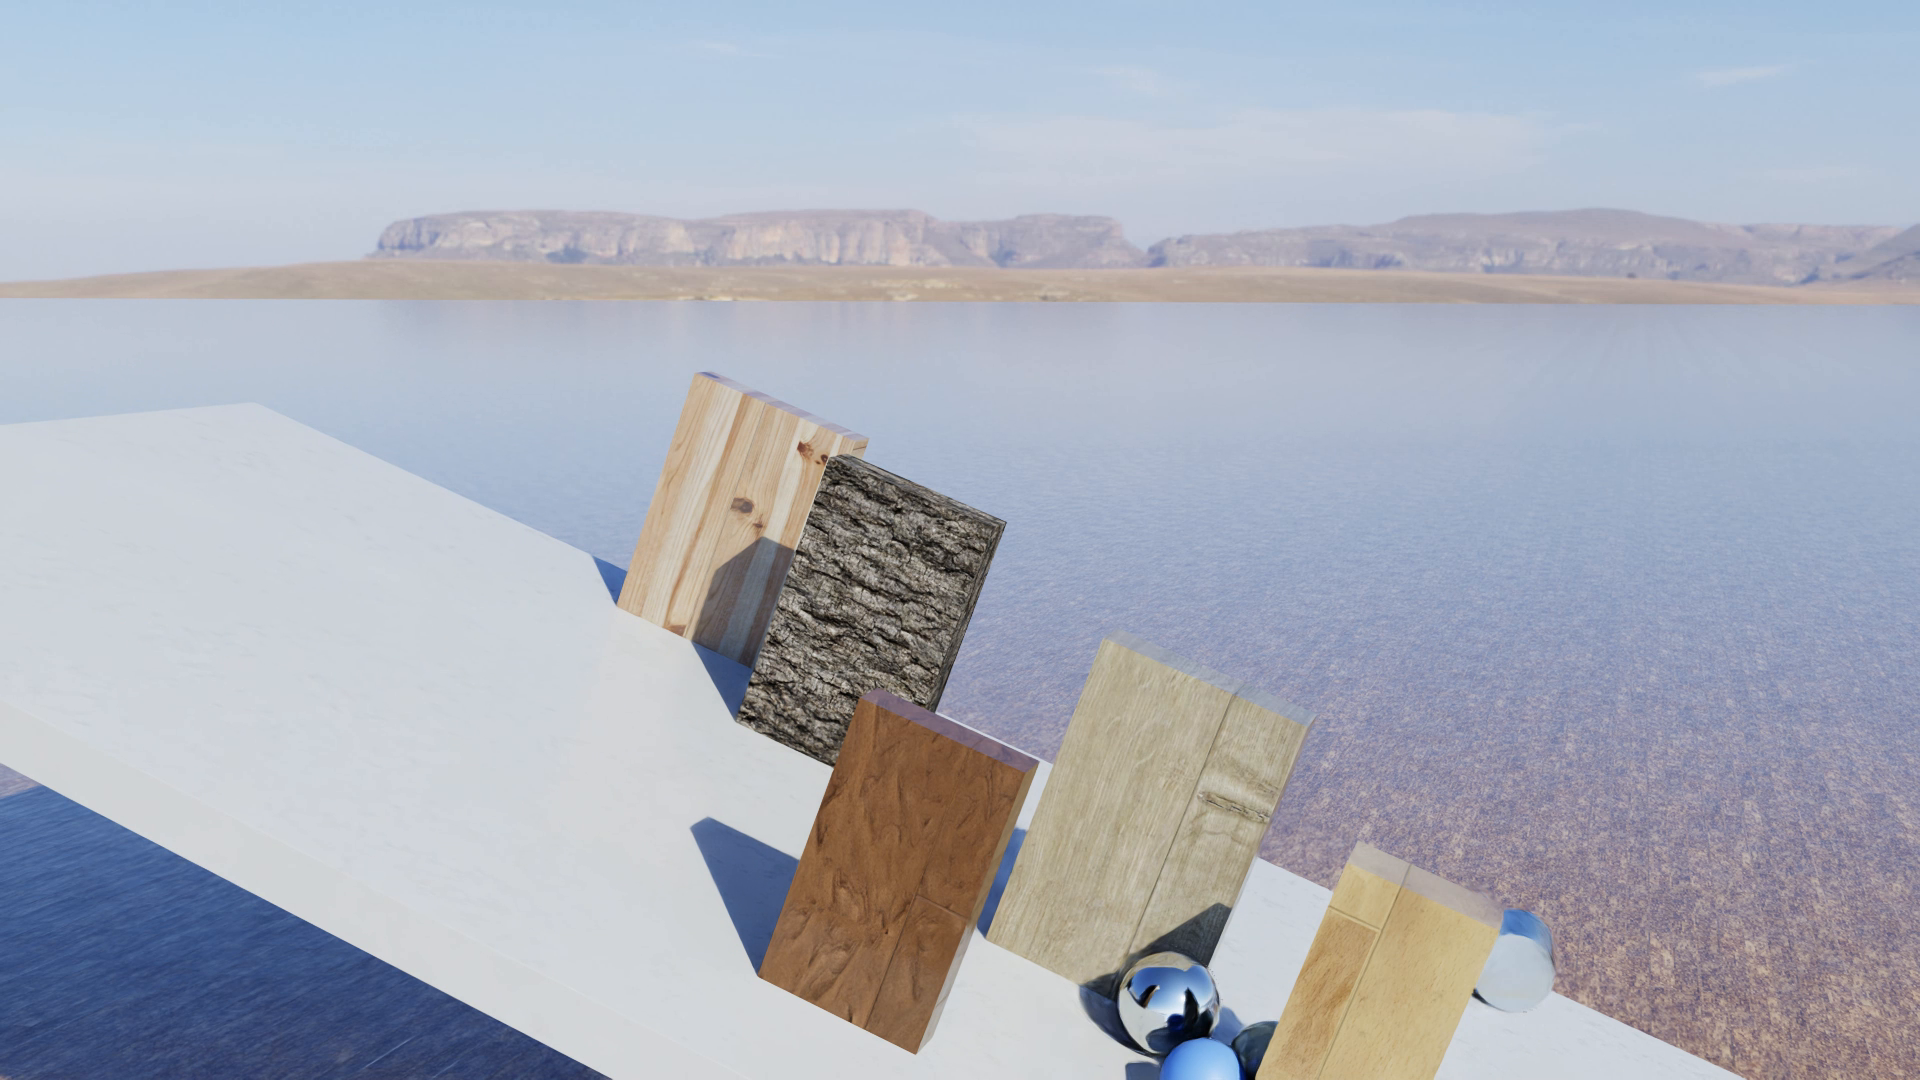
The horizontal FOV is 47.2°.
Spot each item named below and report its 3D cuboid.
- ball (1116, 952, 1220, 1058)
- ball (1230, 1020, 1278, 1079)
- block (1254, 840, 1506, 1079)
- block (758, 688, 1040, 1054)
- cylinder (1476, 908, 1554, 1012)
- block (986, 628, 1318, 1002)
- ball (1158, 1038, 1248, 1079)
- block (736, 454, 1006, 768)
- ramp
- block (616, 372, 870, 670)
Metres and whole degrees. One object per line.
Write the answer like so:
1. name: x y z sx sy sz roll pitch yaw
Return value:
1. ball: 0.355 0.790 3.743 0.176 0.176 0.176 0 7 0
2. ball: 0.521 0.880 3.678 0.152 0.152 0.152 0 7 0
3. block: 0.635 0.772 3.462 0.247 0.521 0.137 23 13 13
4. block: -0.099 0.518 3.447 0.284 0.493 0.085 23 13 13
5. cylinder: 1.164 0.882 4.625 0.167 0.167 0.167 2 9 15
6. block: 0.335 0.513 3.906 0.384 0.600 0.115 23 13 13
7. ball: 0.390 0.872 3.528 0.143 0.143 0.143 0 7 0
8. block: -0.187 0.172 4.532 0.371 0.599 0.103 23 13 13
9. ramp: -0.322 0.581 4.204 4.000 0.100 2.000 23 13 13
10. block: -0.496 -0.037 4.986 0.408 0.576 0.093 23 13 13
